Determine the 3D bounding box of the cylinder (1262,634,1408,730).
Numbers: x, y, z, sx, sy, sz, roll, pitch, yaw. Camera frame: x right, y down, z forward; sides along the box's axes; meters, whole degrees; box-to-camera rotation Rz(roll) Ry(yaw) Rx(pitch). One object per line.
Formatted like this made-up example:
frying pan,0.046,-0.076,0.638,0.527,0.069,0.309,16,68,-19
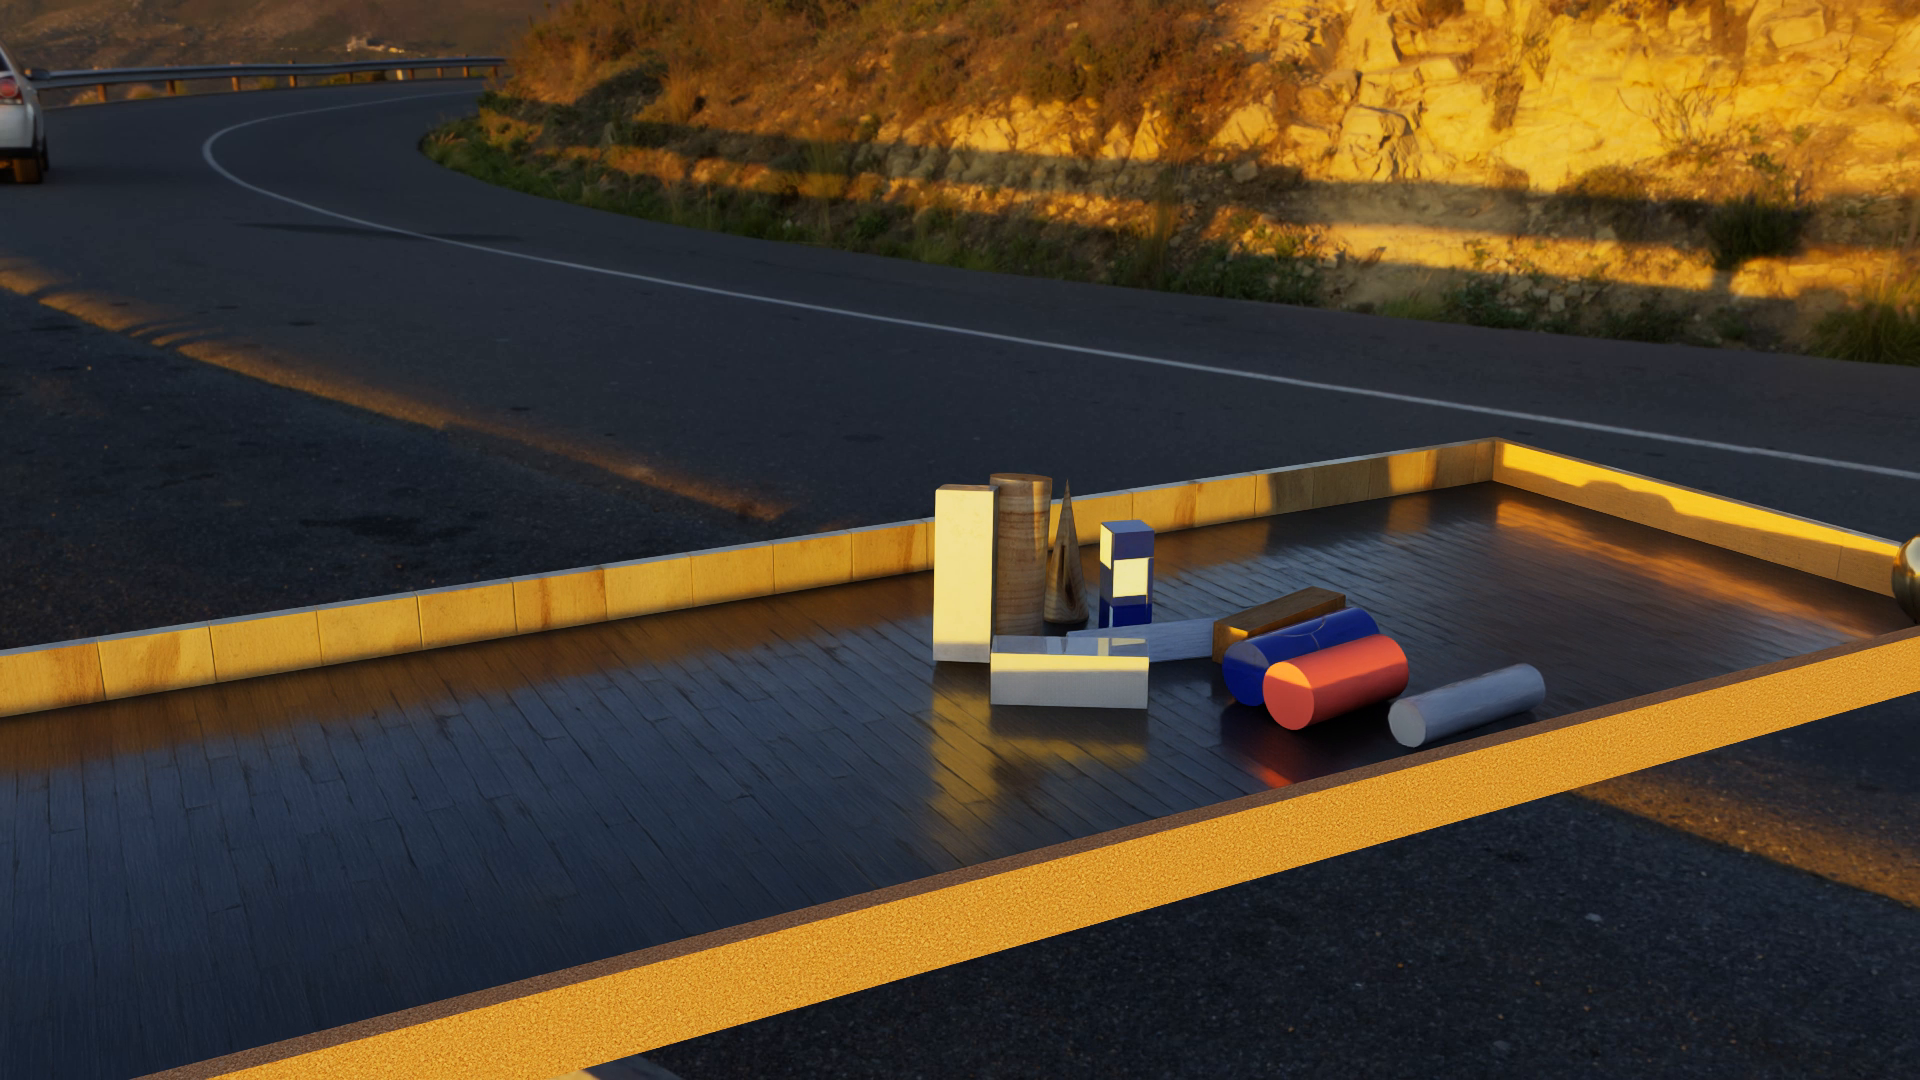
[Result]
cylinder,0.895,0.335,3.924,0.329,0.161,0.161,-11,20,-34

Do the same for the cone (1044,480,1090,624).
cone,0.295,0.021,4.575,0.138,0.399,0.138,0,16,0

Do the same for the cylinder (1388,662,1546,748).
cylinder,1.188,0.383,3.855,0.419,0.111,0.111,-11,20,-33

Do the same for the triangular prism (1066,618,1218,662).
triangular prism,0.478,0.262,4.302,0.419,0.087,0.100,-5,17,-15

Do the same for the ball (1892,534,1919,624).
ball,2.696,0.105,4.465,0.301,0.301,0.301,0,16,0

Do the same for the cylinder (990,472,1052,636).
cylinder,0.149,0.049,4.386,0.166,0.435,0.166,3,9,-1

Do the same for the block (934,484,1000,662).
block,0.017,0.084,4.261,0.146,0.439,0.146,2,8,7

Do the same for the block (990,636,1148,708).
block,0.267,0.321,4.030,0.378,0.131,0.131,1,16,4

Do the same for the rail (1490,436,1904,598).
rail,2.466,-0.048,5.253,0.050,0.150,2.100,-9,18,-27

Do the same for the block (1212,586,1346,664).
block,0.850,0.231,4.377,0.436,0.108,0.108,-15,22,-41

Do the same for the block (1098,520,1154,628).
block,0.440,0.119,4.378,0.109,0.323,0.109,-4,17,-14

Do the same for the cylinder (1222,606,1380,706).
cylinder,0.852,0.286,4.098,0.412,0.161,0.161,-13,21,-37

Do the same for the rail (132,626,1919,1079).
rail,-2.336,1.006,1.665,12.000,0.150,0.050,-9,18,-27

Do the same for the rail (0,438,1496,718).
rail,-3.305,0.497,3.399,12.000,0.150,0.050,-9,18,-27
